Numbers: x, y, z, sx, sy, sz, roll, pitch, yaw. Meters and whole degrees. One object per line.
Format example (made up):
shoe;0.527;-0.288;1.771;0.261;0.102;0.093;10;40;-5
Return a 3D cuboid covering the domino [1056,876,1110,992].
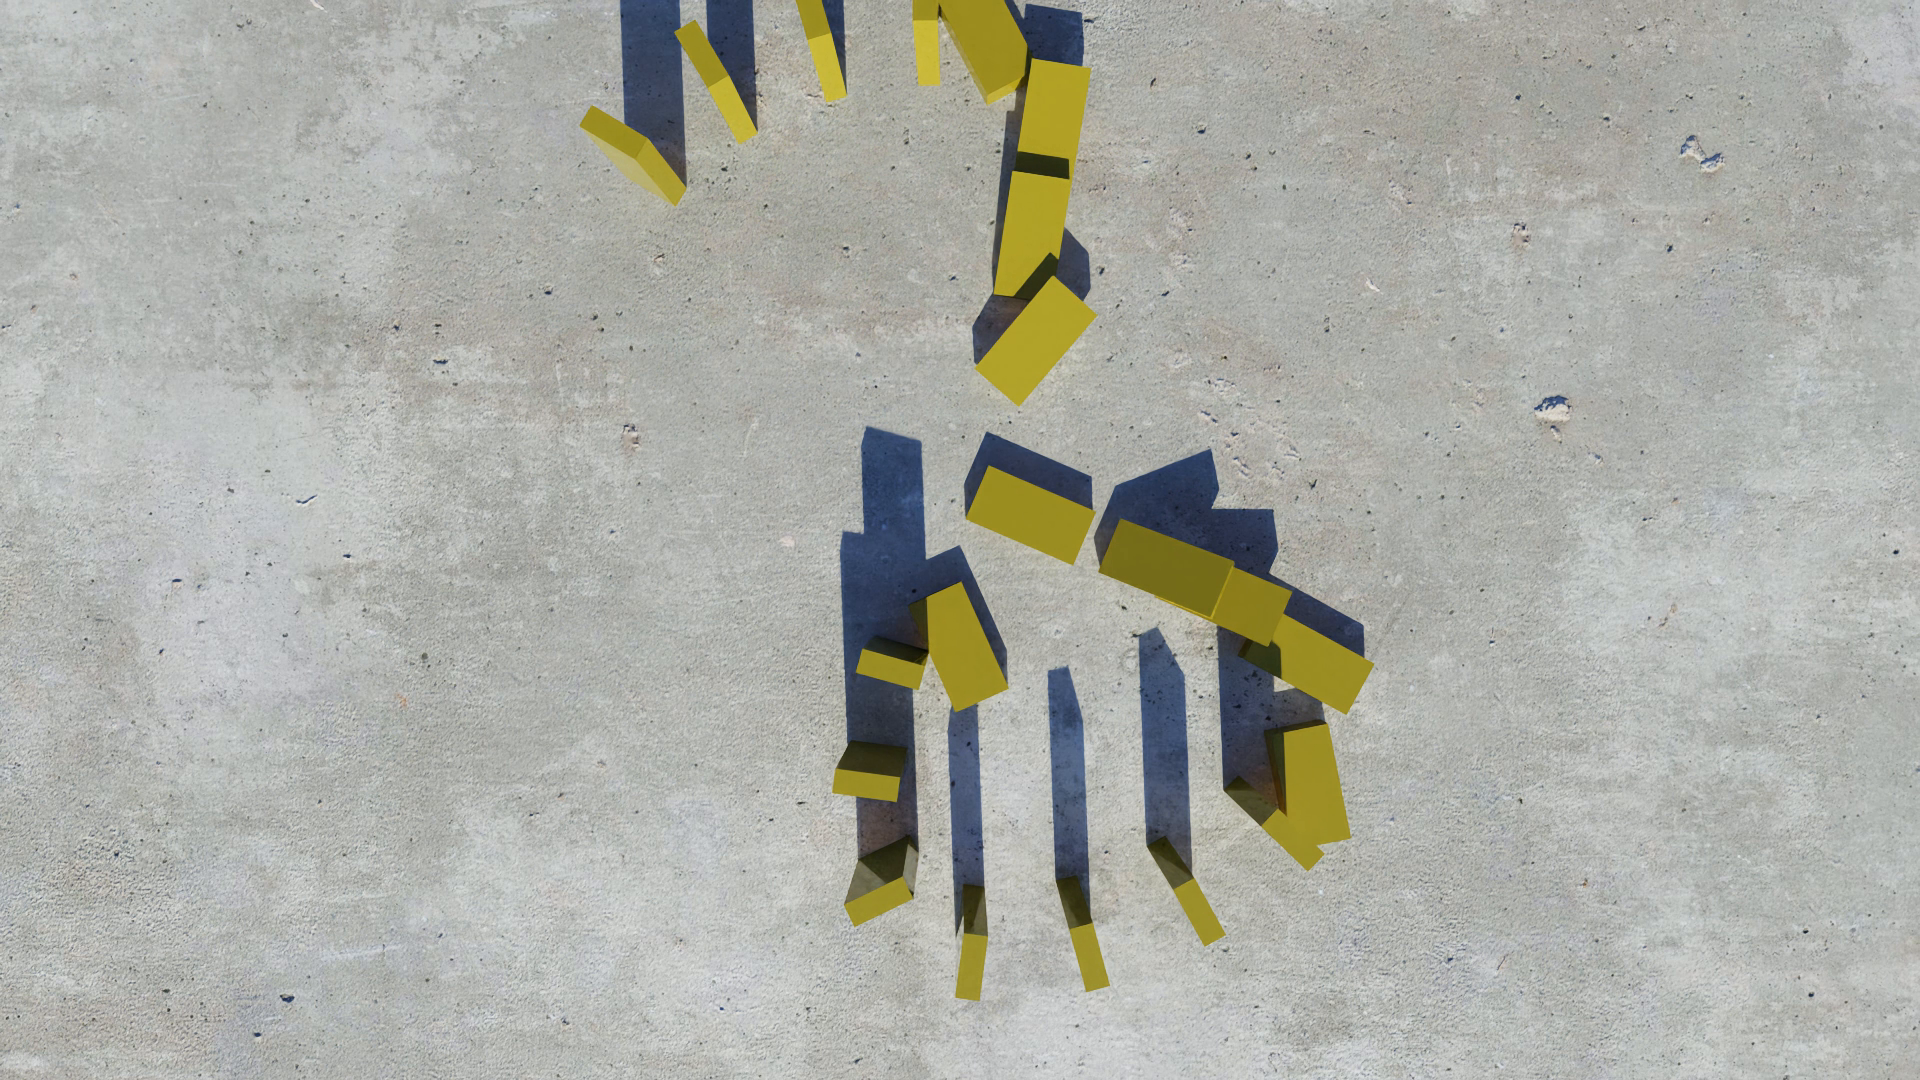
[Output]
domino;0.050;0.160;0.375;0.010;0.050;0.025;-15;90;0

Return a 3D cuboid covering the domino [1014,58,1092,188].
domino;0.039;-0.175;0.390;0.025;0.009;0.050;9;102;0

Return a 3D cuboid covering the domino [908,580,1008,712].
domino;-0.001;0.046;0.395;0.025;0.009;0.050;-24;90;0

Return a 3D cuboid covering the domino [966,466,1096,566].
domino;0.030;-0.010;0.395;0.050;0.009;0.025;23;90;0

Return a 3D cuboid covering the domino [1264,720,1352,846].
domino;0.150;0.105;0.395;0.025;0.009;0.050;-11;90;0

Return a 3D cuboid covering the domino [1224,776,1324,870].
domino;0.127;0.115;0.375;0.025;0.050;0.009;44;90;0

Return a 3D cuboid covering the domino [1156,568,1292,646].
domino;0.112;0.023;0.390;0.050;0.010;0.025;24;90;12

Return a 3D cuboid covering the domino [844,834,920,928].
domino;-0.031;0.138;0.375;0.025;0.050;0.010;-26;90;0

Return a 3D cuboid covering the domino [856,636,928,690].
domino;-0.027;0.049;0.375;0.025;0.050;0.009;16;90;0

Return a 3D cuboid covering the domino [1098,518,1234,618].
domino;0.087;0.012;0.386;0.050;0.010;0.025;23;89;21

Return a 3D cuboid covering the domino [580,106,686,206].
domino;-0.132;-0.156;0.375;0.025;0.050;0.009;31;90;0

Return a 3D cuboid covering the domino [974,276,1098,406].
domino;0.032;-0.084;0.390;0.025;0.010;0.050;40;100;-6

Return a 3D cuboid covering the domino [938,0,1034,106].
domino;0.011;-0.218;0.395;0.025;0.009;0.050;-28;90;0

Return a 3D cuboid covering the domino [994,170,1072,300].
domino;0.031;-0.128;0.390;0.025;0.009;0.050;9;102;0

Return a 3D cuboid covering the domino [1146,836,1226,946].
domino;0.092;0.142;0.375;0.009;0.050;0.025;-29;90;0

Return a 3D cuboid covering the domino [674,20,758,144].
domino;-0.099;-0.186;0.375;0.009;0.050;0.025;-31;90;0

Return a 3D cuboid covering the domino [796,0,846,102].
domino;-0.057;-0.204;0.375;0.010;0.050;0.025;-17;90;0

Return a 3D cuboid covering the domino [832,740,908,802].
domino;-0.036;0.094;0.375;0.025;0.050;0.009;8;90;0

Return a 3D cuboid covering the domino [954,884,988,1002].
domino;0.004;0.163;0.375;0.009;0.050;0.025;8;90;0

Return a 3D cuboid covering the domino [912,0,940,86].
domino;-0.013;-0.211;0.375;0.009;0.050;0.025;-1;90;0

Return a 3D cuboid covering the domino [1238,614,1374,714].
domino;0.149;0.052;0.395;0.050;0.009;0.025;29;90;0
